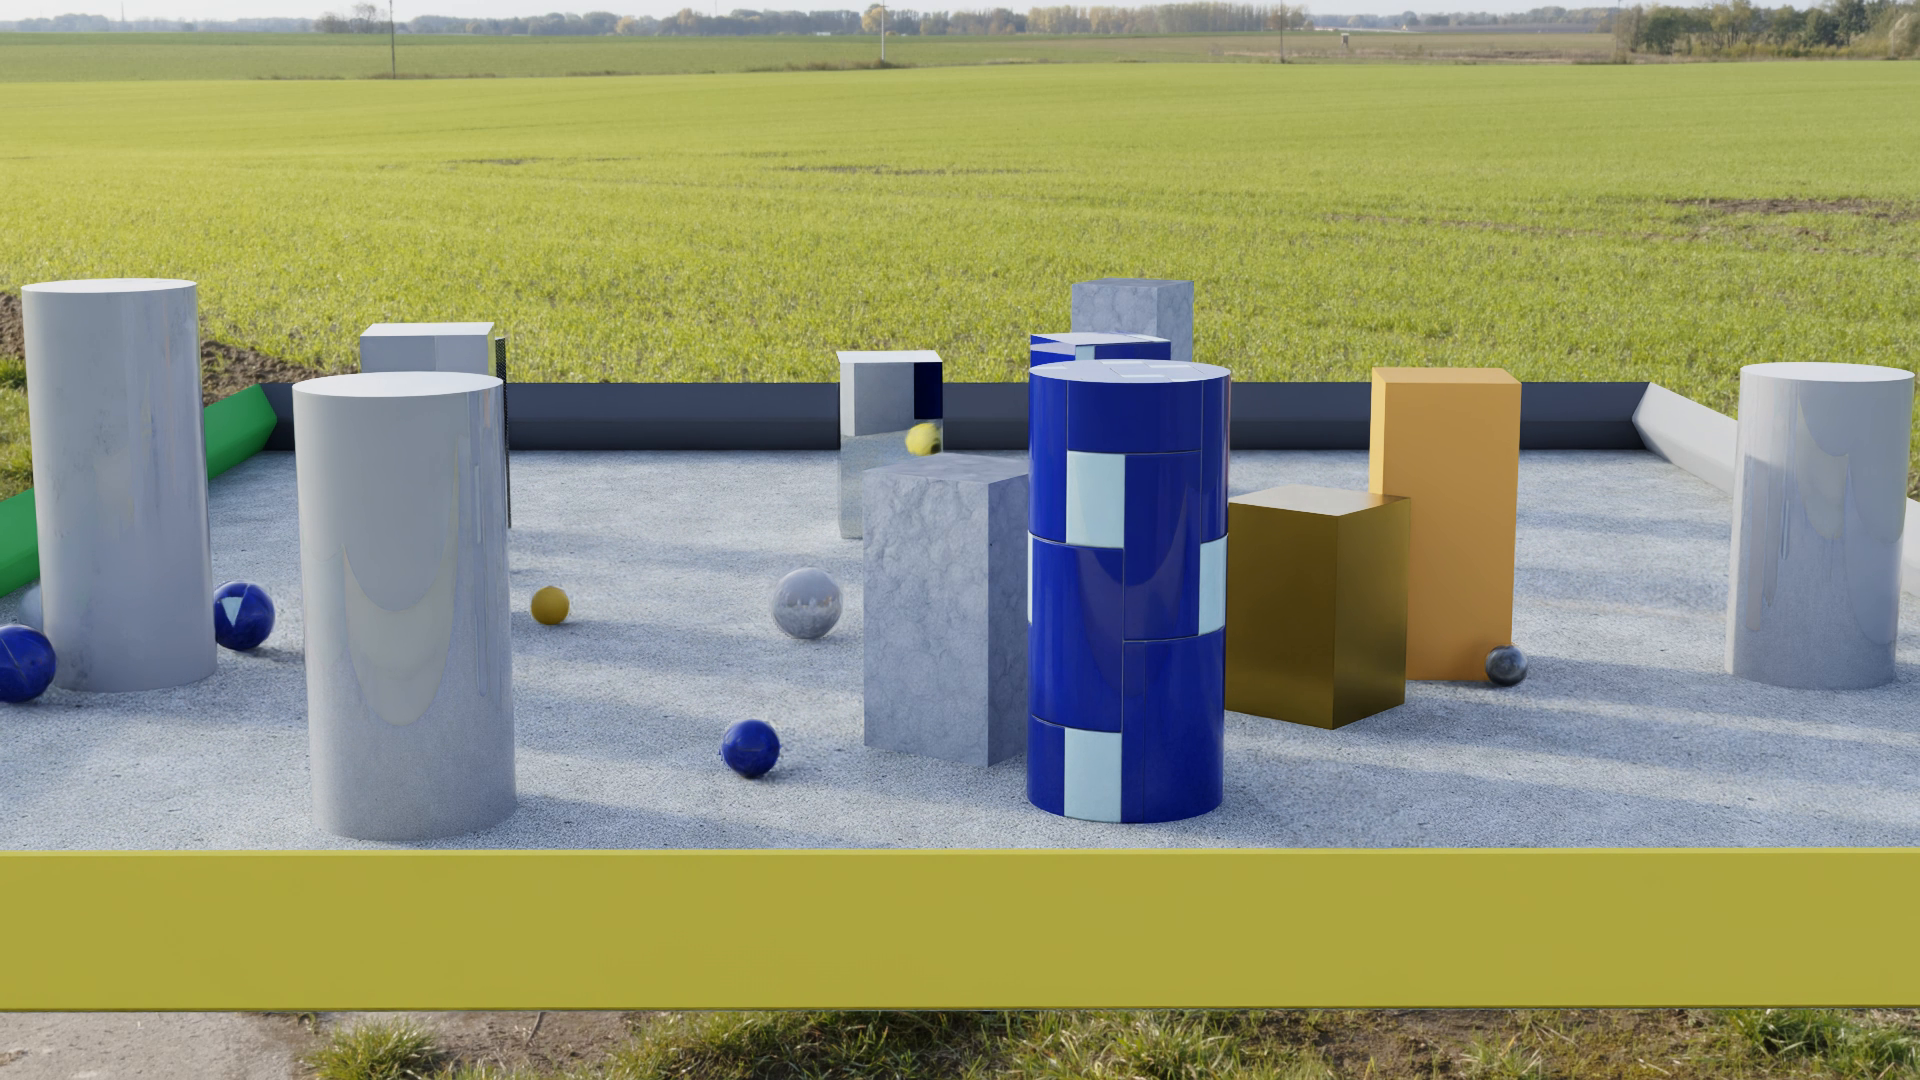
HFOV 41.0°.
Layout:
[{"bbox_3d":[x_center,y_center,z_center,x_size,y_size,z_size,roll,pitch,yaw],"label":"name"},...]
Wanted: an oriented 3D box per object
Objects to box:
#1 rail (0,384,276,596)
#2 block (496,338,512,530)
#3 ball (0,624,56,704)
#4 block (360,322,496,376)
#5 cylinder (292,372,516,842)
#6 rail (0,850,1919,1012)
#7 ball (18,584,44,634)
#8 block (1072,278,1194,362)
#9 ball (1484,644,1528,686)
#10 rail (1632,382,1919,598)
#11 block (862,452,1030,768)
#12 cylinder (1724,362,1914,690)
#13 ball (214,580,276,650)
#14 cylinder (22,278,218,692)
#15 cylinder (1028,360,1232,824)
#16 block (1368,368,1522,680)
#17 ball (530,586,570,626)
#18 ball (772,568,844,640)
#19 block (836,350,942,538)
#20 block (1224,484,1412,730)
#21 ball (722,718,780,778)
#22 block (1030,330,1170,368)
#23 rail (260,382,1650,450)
[{"bbox_3d":[-1.306,0.034,3.441,0.045,0.128,2.968,0,10,0],"label":"rail"},{"bbox_3d":[-0.814,-0.159,4.008,0.158,0.304,0.158,3,11,17],"label":"block"},{"bbox_3d":[-1.092,0.143,2.964,0.091,0.091,0.091,0,10,0],"label":"ball"},{"bbox_3d":[-0.686,-0.081,3.350,0.158,0.390,0.158,-1,11,-7],"label":"block"},{"bbox_3d":[-0.538,0.059,2.497,0.198,0.425,0.198,0,10,0],"label":"cylinder"},{"bbox_3d":[0.008,0.299,2.013,2.660,0.128,0.045,0,10,0],"label":"rail"},{"bbox_3d":[-1.172,0.092,3.295,0.071,0.071,0.071,0,10,0],"label":"ball"},{"bbox_3d":[0.297,-0.265,4.428,0.158,0.360,0.158,5,12,27],"label":"block"},{"bbox_3d":[0.648,0.149,3.044,0.050,0.050,0.050,0,10,0],"label":"ball"},{"bbox_3d":[1.306,0.032,3.456,0.045,0.128,2.968,0,10,0],"label":"rail"},{"bbox_3d":[0.006,0.071,2.775,0.158,0.302,0.158,7,12,32],"label":"block"},{"bbox_3d":[1.033,-0.021,3.091,0.198,0.366,0.198,0,10,0],"label":"cylinder"},{"bbox_3d":[-0.907,0.095,3.230,0.088,0.088,0.088,0,10,0],"label":"ball"},{"bbox_3d":[-1.004,-0.070,3.071,0.198,0.470,0.198,0,10,0],"label":"cylinder"},{"bbox_3d":[0.166,0.046,2.553,0.198,0.431,0.198,0,10,0],"label":"cylinder"},{"bbox_3d":[0.584,-0.022,3.122,0.158,0.358,0.158,1,11,3],"label":"block"},{"bbox_3d":[-0.540,0.086,3.378,0.052,0.052,0.052,0,10,0],"label":"ball"},{"bbox_3d":[-0.195,0.082,3.293,0.092,0.092,0.092,0,10,0],"label":"ball"},{"bbox_3d":[-0.112,-0.153,4.057,0.158,0.275,0.158,-1,11,-5],"label":"block"},{"bbox_3d":[0.403,0.072,2.934,0.158,0.241,0.158,9,14,39],"label":"block"},{"bbox_3d":[-0.216,0.215,2.657,0.061,0.061,0.061,0,10,0],"label":"ball"},{"bbox_3d":[0.212,-0.149,3.913,0.158,0.320,0.158,-4,11,-23],"label":"block"},{"bbox_3d":[-0.008,-0.233,4.885,2.660,0.128,0.045,0,10,0],"label":"rail"}]
